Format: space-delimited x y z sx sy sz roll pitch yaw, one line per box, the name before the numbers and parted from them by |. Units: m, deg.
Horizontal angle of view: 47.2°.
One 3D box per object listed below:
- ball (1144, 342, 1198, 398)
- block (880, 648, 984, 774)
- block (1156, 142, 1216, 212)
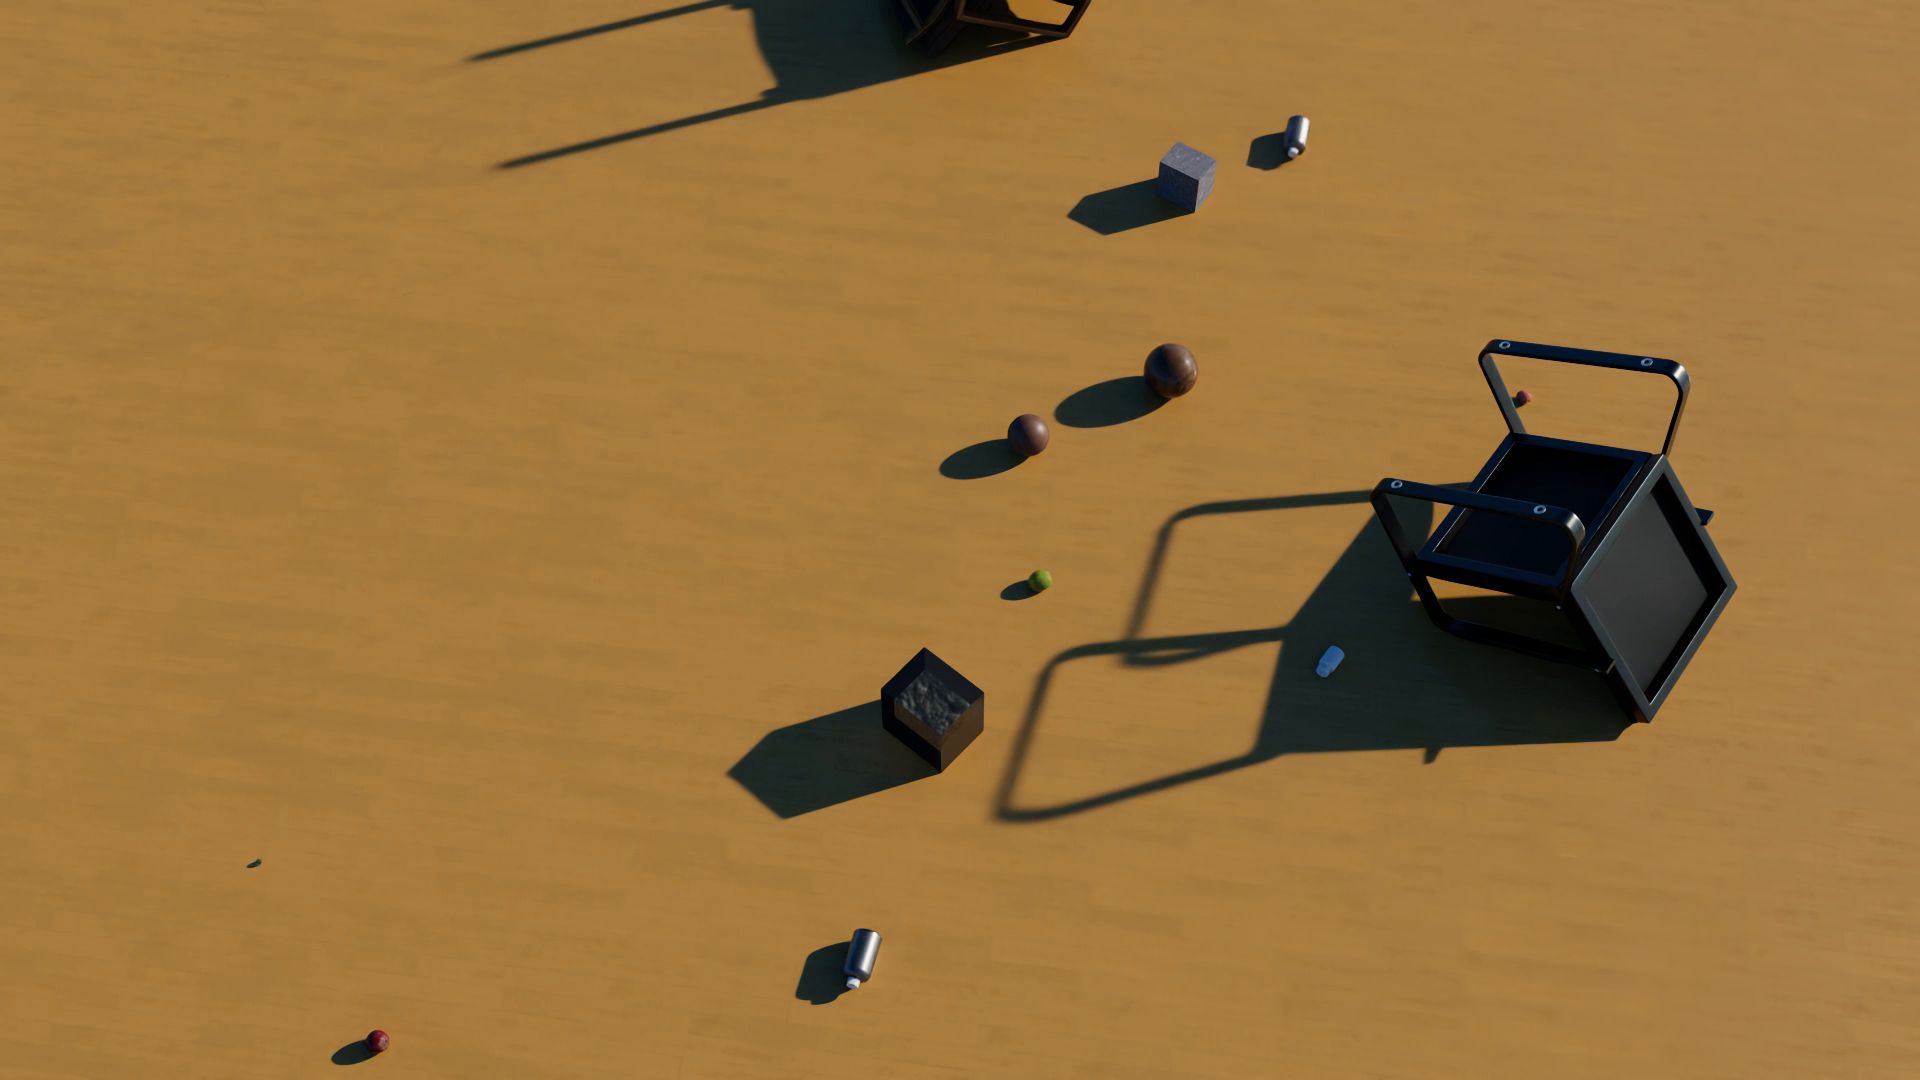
ball | 0.654 -0.526 6.824 0.171 0.171 0.171 0 56 0
block | -0.076 0.474 6.125 0.220 0.218 0.180 36 63 22
block | 0.750 -1.203 7.289 0.150 0.153 0.112 30 61 19
